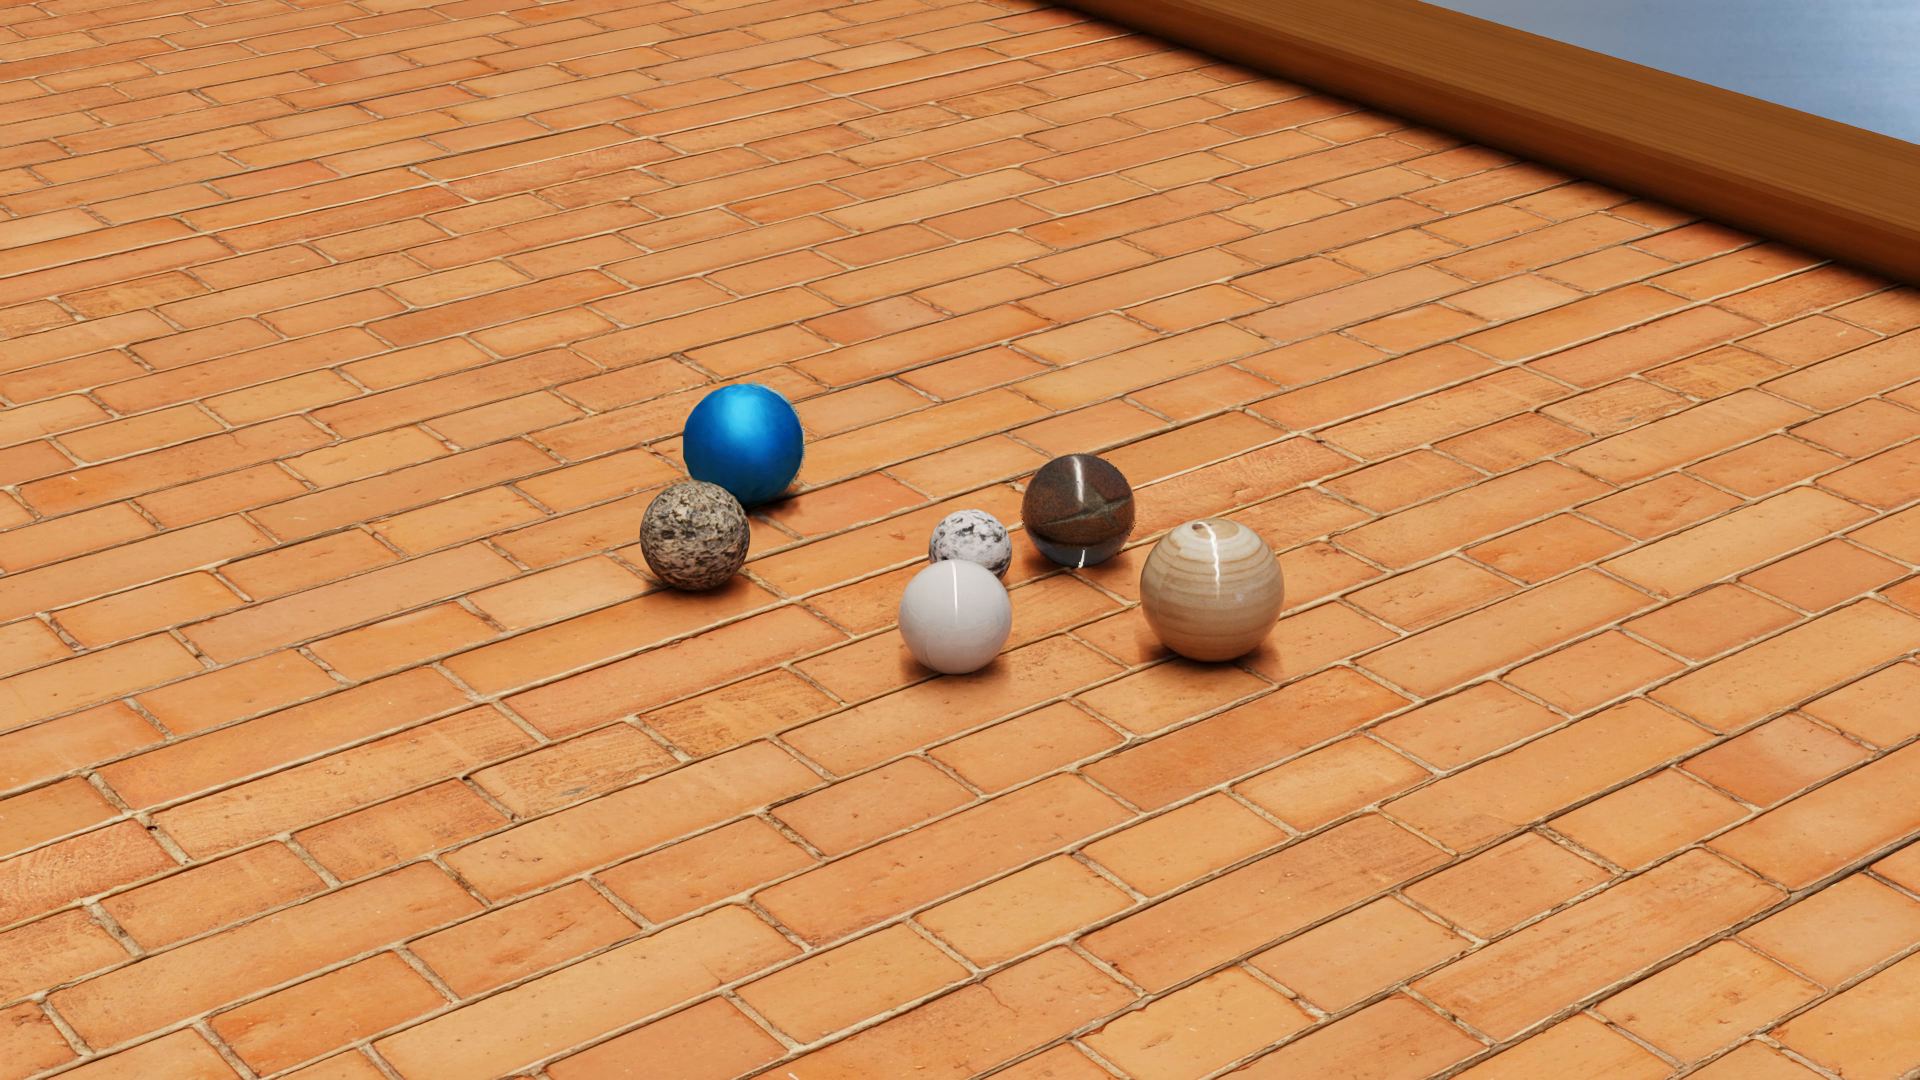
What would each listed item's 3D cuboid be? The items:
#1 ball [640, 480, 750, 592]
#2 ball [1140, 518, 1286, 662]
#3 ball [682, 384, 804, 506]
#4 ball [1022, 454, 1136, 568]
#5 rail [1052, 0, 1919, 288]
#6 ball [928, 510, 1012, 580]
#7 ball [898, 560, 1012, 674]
[{"bbox_3d":[-0.191,-0.003,2.124,0.080,0.080,0.080,0,25,0],"label":"ball"},{"bbox_3d":[0.173,0.034,2.021,0.100,0.100,0.100,0,25,0],"label":"ball"},{"bbox_3d":[-0.166,-0.073,2.257,0.093,0.093,0.093,0,25,0],"label":"ball"},{"bbox_3d":[0.087,-0.022,2.158,0.084,0.084,0.084,0,25,0],"label":"ball"},{"bbox_3d":[0.222,-0.643,3.419,0.045,0.130,4.079,-18,31,-33],"label":"rail"},{"bbox_3d":[0.007,0.008,2.123,0.061,0.061,0.061,0,25,0],"label":"ball"},{"bbox_3d":[-0.003,0.052,2.008,0.079,0.079,0.079,0,25,0],"label":"ball"}]
